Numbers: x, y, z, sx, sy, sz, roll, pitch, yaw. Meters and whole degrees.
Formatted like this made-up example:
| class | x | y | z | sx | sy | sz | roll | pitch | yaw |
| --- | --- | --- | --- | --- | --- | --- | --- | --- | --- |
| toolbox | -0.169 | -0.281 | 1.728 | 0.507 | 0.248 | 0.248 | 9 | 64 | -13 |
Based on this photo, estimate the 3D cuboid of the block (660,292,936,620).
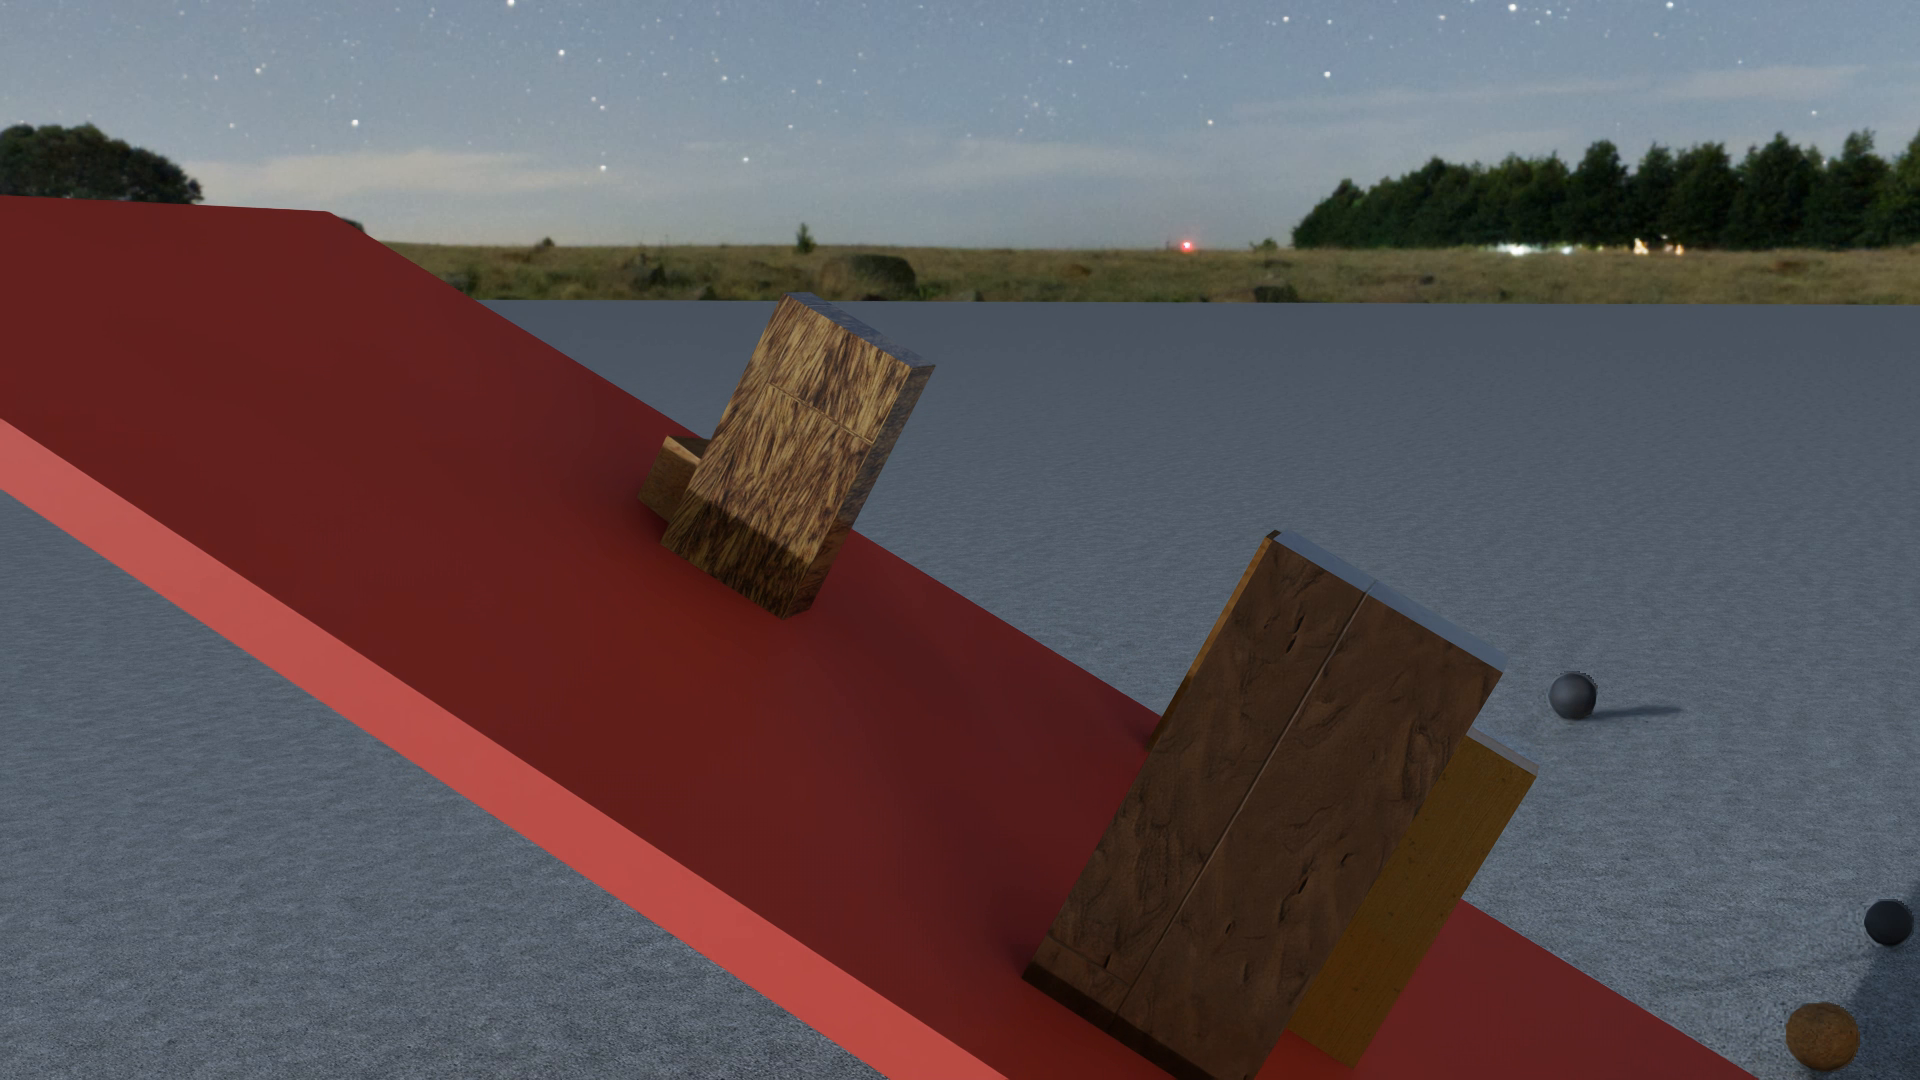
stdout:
| class | x | y | z | sx | sy | sz | roll | pitch | yaw |
| --- | --- | --- | --- | --- | --- | --- | --- | --- | --- |
| block | -0.324 | -0.169 | 4.367 | 0.300 | 0.568 | 0.147 | 31 | 14 | 12 |

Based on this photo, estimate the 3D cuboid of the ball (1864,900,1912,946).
| class | x | y | z | sx | sy | sz | roll | pitch | yaw |
| --- | --- | --- | --- | --- | --- | --- | --- | --- | --- |
| ball | 2.565 | 1.059 | 6.076 | 0.123 | 0.123 | 0.123 | 0 | 7 | 0 |

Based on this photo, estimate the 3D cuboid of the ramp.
| class | x | y | z | sx | sy | sz | roll | pitch | yaw |
| --- | --- | --- | --- | --- | --- | --- | --- | --- | --- |
| ramp | -0.210 | 0.347 | 4.141 | 4.000 | 0.100 | 2.000 | 31 | 14 | 12 |

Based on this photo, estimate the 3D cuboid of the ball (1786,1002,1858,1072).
| class | x | y | z | sx | sy | sz | roll | pitch | yaw |
| --- | --- | --- | --- | --- | --- | --- | --- | --- | --- |
| ball | 2.006 | 1.156 | 5.122 | 0.157 | 0.157 | 0.157 | 0 | 7 | 0 |

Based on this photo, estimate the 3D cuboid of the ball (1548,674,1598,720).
| class | x | y | z | sx | sy | sz | roll | pitch | yaw |
| --- | --- | --- | --- | --- | --- | --- | --- | --- | --- |
| ball | 2.554 | 0.652 | 9.164 | 0.194 | 0.194 | 0.194 | 0 | 7 | 0 |

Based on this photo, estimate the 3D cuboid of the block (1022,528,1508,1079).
| class | x | y | z | sx | sy | sz | roll | pitch | yaw |
| --- | --- | --- | --- | --- | --- | --- | --- | --- | --- |
| block | 0.451 | 0.421 | 3.302 | 0.374 | 0.786 | 0.144 | 31 | 14 | 12 |

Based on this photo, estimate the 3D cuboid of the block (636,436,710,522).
| class | x | y | z | sx | sy | sz | roll | pitch | yaw |
| --- | --- | --- | --- | --- | --- | --- | --- | --- | --- |
| block | -0.547 | -0.112 | 4.605 | 0.151 | 0.151 | 0.151 | 35 | 16 | 26 |

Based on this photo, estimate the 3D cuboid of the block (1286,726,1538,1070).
| class | x | y | z | sx | sy | sz | roll | pitch | yaw |
| --- | --- | --- | --- | --- | --- | --- | --- | --- | --- |
| block | 0.673 | 0.550 | 3.667 | 0.308 | 0.590 | 0.083 | 31 | 14 | 12 |

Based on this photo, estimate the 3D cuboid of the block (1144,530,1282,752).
| class | x | y | z | sx | sy | sz | roll | pitch | yaw |
| --- | --- | --- | --- | --- | --- | --- | --- | --- | --- |
| block | 0.650 | 0.282 | 4.682 | 0.274 | 0.532 | 0.135 | 31 | 14 | 12 |
